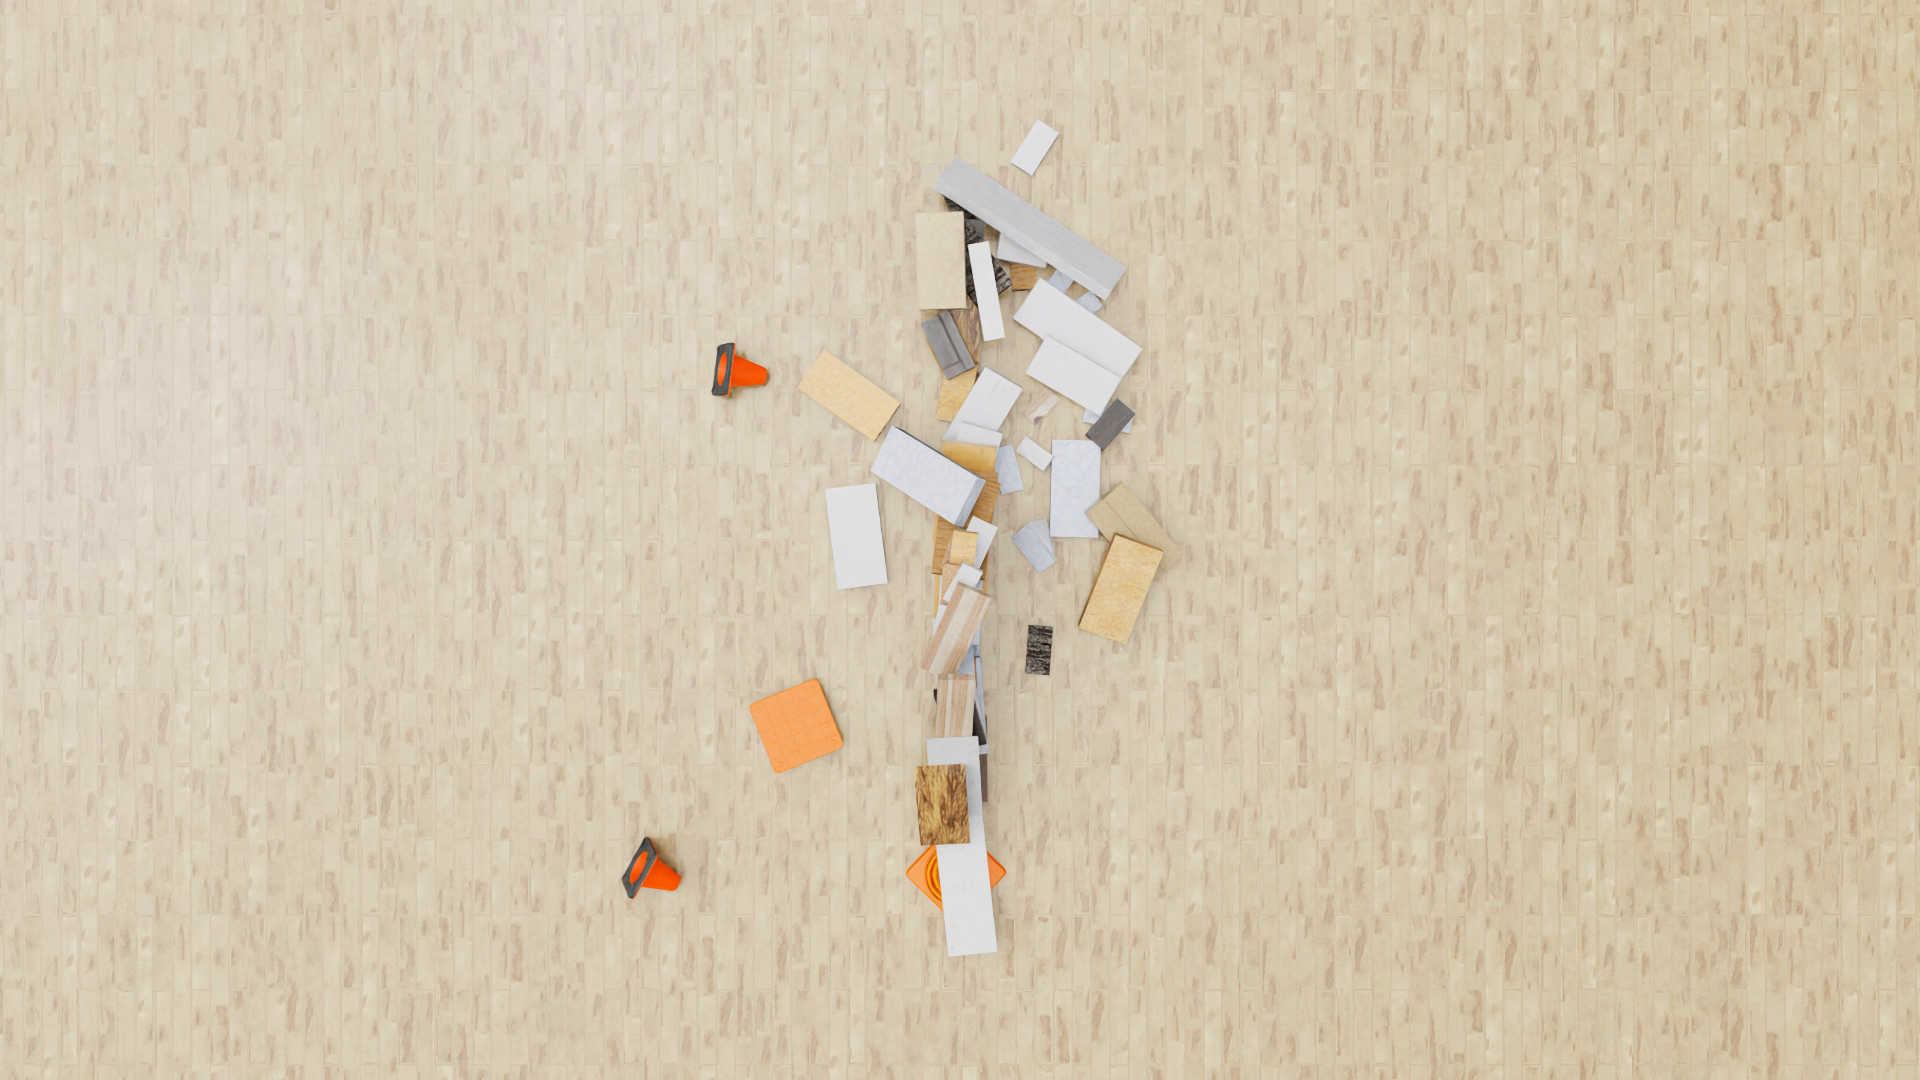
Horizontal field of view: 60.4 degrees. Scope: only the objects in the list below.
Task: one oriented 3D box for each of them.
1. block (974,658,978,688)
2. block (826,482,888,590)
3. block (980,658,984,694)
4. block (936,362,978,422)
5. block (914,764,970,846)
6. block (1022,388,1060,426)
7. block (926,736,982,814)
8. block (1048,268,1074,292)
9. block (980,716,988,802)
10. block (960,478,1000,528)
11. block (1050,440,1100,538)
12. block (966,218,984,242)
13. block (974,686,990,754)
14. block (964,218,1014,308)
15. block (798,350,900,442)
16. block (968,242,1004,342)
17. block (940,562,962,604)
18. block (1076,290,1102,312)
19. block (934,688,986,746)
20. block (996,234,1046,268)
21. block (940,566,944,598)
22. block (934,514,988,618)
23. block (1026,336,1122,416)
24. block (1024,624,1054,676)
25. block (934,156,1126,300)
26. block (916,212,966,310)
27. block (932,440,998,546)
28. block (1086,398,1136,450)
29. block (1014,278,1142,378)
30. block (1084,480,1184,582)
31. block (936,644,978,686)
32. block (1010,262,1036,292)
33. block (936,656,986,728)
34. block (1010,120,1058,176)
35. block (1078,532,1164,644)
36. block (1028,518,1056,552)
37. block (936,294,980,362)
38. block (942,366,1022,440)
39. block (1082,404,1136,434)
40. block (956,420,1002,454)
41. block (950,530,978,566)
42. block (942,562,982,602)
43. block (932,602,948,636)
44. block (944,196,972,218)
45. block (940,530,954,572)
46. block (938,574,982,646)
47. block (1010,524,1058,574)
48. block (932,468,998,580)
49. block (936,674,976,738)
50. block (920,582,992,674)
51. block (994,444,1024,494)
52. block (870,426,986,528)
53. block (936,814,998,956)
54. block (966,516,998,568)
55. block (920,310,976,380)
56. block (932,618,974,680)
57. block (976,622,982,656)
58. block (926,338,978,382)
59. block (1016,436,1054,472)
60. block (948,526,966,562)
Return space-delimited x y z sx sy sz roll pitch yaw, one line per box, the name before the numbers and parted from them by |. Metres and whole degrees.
block | -0.004 0.504 5.315 0.122 0.035 0.244 -3 93 0
block | -0.343 -0.013 5.476 0.167 0.047 0.334 -7 90 0
block | 0.004 0.535 5.428 0.145 0.041 0.291 -2 106 0
block | -0.011 -0.493 5.449 0.103 0.029 0.205 11 109 -4
block | -0.056 0.849 5.277 0.161 0.046 0.322 -3 128 1
block | 0.270 -0.445 5.492 0.059 0.017 0.119 44 90 0
block | -0.016 0.757 5.267 0.161 0.046 0.322 -3 130 1
block | 0.323 -0.845 5.490 0.068 0.019 0.136 37 90 0
block | 0.017 0.722 5.439 0.145 0.041 0.291 -1 106 -1
block | 0.065 -0.111 5.281 0.087 0.025 0.174 17 71 1
block | 0.381 -0.170 5.477 0.160 0.045 0.320 2 90 0
block | 0.002 -0.920 5.447 0.139 0.039 0.278 4 103 -1
block | 0.013 0.582 5.258 0.122 0.035 0.244 -9 120 3
block | 0.034 -0.907 5.380 0.139 0.039 0.278 -36 91 1
block | -0.368 -0.479 5.478 0.310 0.044 0.155 35 90 0
block | 0.086 -0.807 5.352 0.068 0.019 0.316 -10 91 0
block | -0.020 0.140 5.169 0.068 0.019 0.137 7 110 2
block | 0.400 -0.766 5.490 0.136 0.019 0.068 -35 90 0
block | 0.001 0.558 5.205 0.115 0.033 0.230 -14 120 6
block | 0.207 -0.956 5.459 0.167 0.024 0.084 10 88 -8
block | -0.025 0.154 5.220 0.068 0.019 0.136 5 82 0
block | 0.006 0.079 5.430 0.174 0.049 0.348 1 105 0
block | 0.375 -0.544 5.444 0.283 0.040 0.141 30 103 1
block | 0.263 0.367 5.489 0.081 0.023 0.161 5 90 0
block | 0.232 -1.028 5.431 0.673 0.044 0.155 33 47 0
block | -0.061 -0.902 5.339 0.155 0.044 0.310 -2 92 1
block | 0.014 -0.146 5.422 0.174 0.049 0.348 7 105 1
block | 0.497 -0.382 5.454 0.081 0.023 0.161 41 81 4
block | 0.391 -0.686 5.456 0.409 0.045 0.160 35 106 0
block | 0.574 -0.021 5.448 0.160 0.045 0.320 -41 101 0
block | -0.009 0.445 5.444 0.137 0.039 0.275 -3 106 0
block | 0.208 -0.916 5.488 0.084 0.024 0.167 -5 90 0
block | 0.004 0.529 5.354 0.145 0.041 0.291 -5 93 0
block | 0.248 -1.304 5.488 0.084 0.024 0.167 33 90 0
block | 0.528 0.159 5.432 0.167 0.047 0.334 20 103 -5
block | 0.271 -0.013 5.460 0.059 0.017 0.119 -5 111 34
block | -0.007 -0.727 5.450 0.139 0.039 0.278 -1 103 0
block | 0.074 -0.418 5.433 0.141 0.040 0.283 30 107 -5
block | 0.495 -0.413 5.489 0.161 0.023 0.081 14 90 0
block | 0.036 -0.238 5.443 0.141 0.040 0.283 15 105 -1
block | 0.006 0.068 5.174 0.077 0.022 0.197 8 104 1
block | 0.009 0.140 5.146 0.068 0.019 0.137 27 110 -6
block | -0.047 0.279 5.201 0.068 0.019 0.159 12 110 0
block | -0.009 -1.113 5.480 0.063 0.018 0.127 -20 82 -3
block | -0.012 0.045 5.270 0.068 0.019 0.136 19 69 2
block | 0.000 0.199 5.350 0.137 0.039 0.274 3 84 0
block | 0.244 0.029 5.469 0.154 0.022 0.077 51 125 0
block | 0.016 -0.054 5.332 0.174 0.049 0.348 7 84 1
block | -0.016 0.522 5.146 0.115 0.033 0.230 1 120 -3
block | -0.014 0.287 5.174 0.115 0.033 0.310 22 110 -4
block | 0.155 -0.234 5.489 0.077 0.022 0.154 -15 90 0
block | -0.107 -0.209 5.336 0.426 0.047 0.167 33 101 39
block | 0.010 1.062 5.424 0.161 0.046 0.601 -6 93 1
block | 0.044 0.022 5.218 0.087 0.025 0.174 25 81 -3
block | -0.038 -0.636 5.382 0.103 0.029 0.205 -26 87 8
block | -0.017 0.380 5.275 0.122 0.035 0.262 -4 79 -1
block | 0.001 0.255 5.432 0.137 0.039 0.275 2 106 0
block | -0.019 -0.592 5.444 0.103 0.029 0.205 -24 108 8
block | 0.249 -0.286 5.468 0.119 0.017 0.059 38 103 18
block | 0.023 0.001 5.266 0.087 0.025 0.174 15 69 0
